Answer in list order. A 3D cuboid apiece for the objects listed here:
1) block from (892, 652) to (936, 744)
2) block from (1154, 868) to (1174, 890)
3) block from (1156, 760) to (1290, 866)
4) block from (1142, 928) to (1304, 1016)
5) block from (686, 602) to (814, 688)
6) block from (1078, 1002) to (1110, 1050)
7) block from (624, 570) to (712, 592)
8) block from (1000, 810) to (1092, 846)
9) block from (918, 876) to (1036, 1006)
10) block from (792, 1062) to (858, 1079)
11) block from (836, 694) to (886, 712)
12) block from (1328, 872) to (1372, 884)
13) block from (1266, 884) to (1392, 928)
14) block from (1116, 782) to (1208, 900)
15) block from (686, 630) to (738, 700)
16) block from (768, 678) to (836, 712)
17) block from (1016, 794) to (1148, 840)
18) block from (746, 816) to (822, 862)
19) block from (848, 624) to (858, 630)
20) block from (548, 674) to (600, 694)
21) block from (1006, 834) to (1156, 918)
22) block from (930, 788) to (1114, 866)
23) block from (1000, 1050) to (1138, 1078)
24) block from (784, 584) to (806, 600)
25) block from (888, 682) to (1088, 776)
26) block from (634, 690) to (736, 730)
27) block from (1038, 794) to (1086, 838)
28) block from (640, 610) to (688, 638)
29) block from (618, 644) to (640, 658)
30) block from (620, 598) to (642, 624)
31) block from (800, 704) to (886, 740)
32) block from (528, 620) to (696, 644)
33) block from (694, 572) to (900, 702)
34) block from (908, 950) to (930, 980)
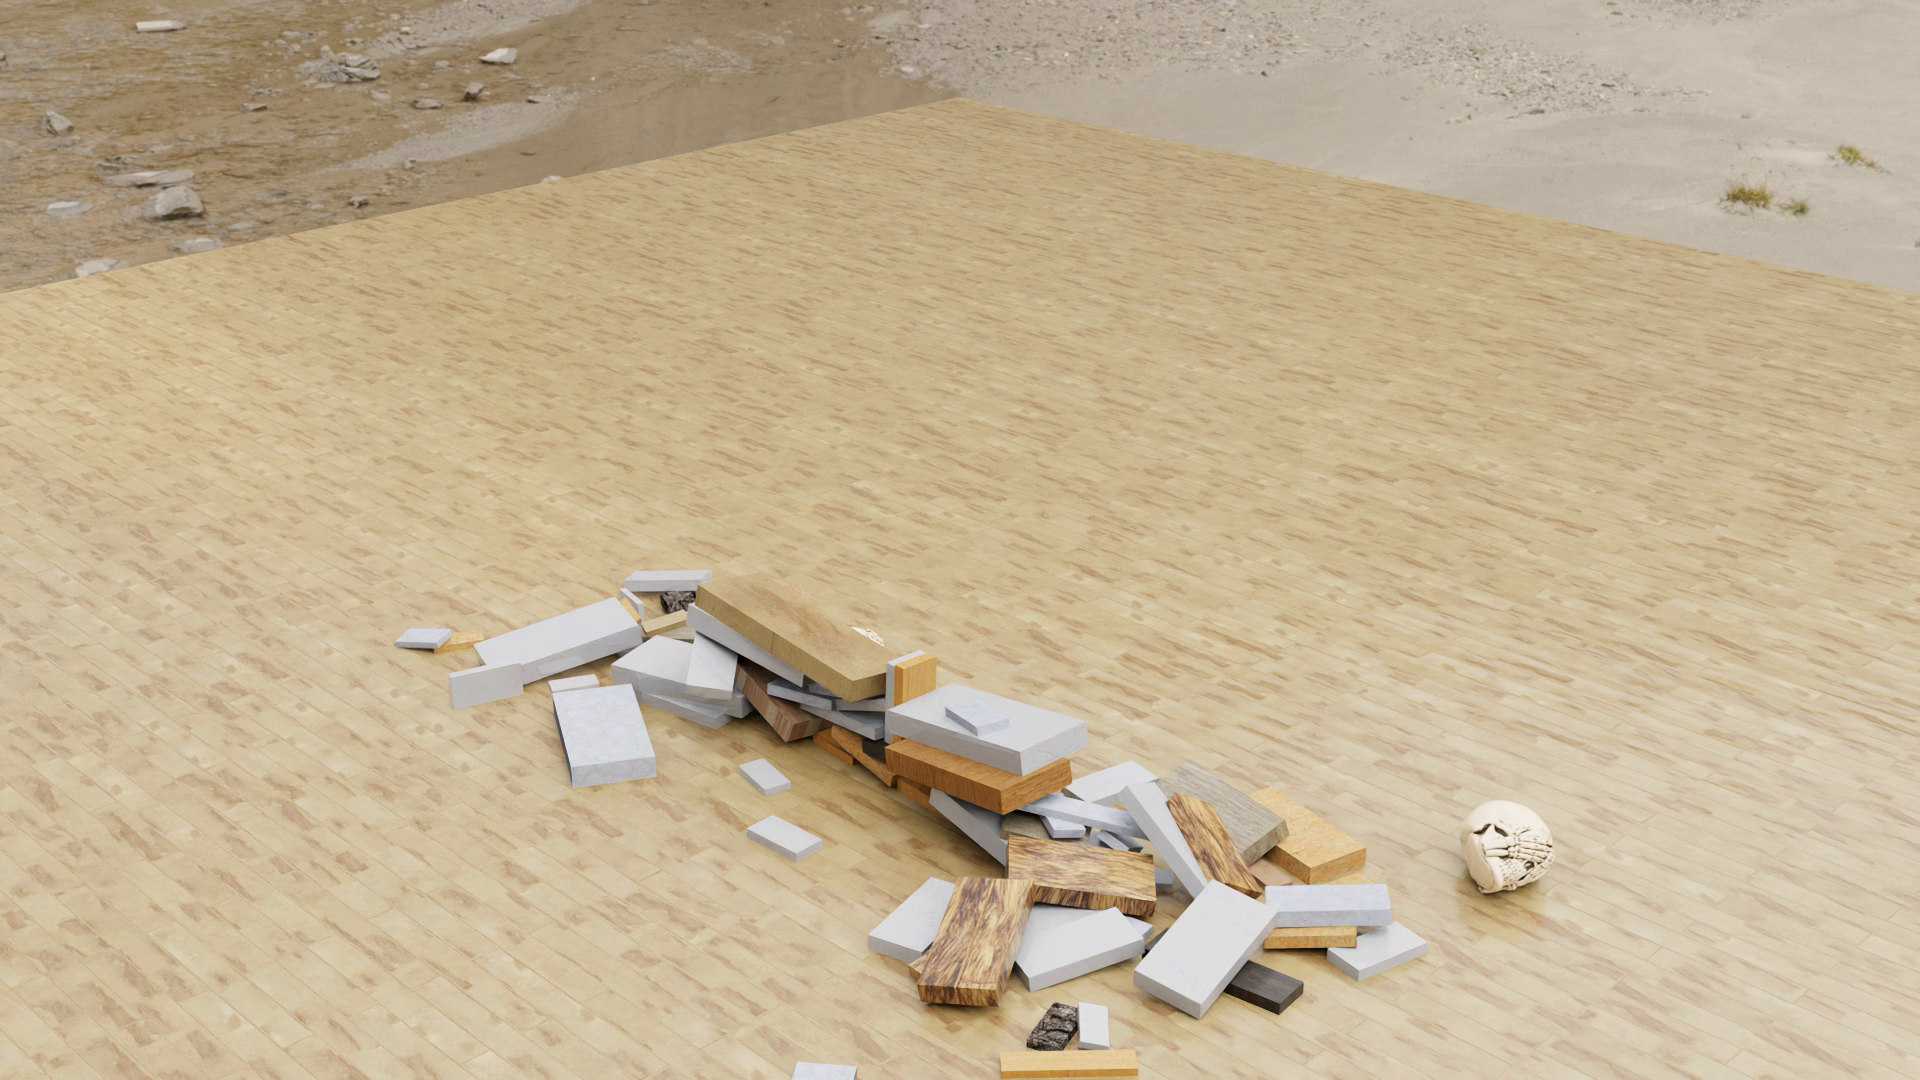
[{"bbox_3d":[-0.092,0.328,4.493,0.091,0.182,0.026,-18,31,-39],"label":"block"},{"bbox_3d":[0.356,0.649,4.214,0.103,0.015,0.052,3,23,7],"label":"block"},{"bbox_3d":[0.498,0.546,4.354,0.142,0.040,0.299,-33,34,-19],"label":"block"},{"bbox_3d":[0.467,0.767,3.923,0.285,0.024,0.083,17,28,34],"label":"block"},{"bbox_3d":[-0.406,0.208,4.756,0.348,0.049,0.174,25,25,33],"label":"block"},{"bbox_3d":[0.227,0.832,3.756,0.050,0.014,0.101,11,28,-5],"label":"block"},{"bbox_3d":[-0.723,0.101,5.447,0.196,0.028,0.098,-1,13,10],"label":"block"},{"bbox_3d":[0.166,0.558,4.217,0.166,0.023,0.083,14,33,5],"label":"block"},{"bbox_3d":[0.032,0.712,3.914,0.142,0.040,0.284,0,32,18],"label":"block"},{"bbox_3d":[-0.225,0.890,3.646,0.101,0.014,0.050,3,23,7],"label":"block"},{"bbox_3d":[-0.174,0.335,4.596,0.084,0.024,0.167,-14,7,-42],"label":"block"},{"bbox_3d":[0.710,0.677,4.136,0.167,0.024,0.083,-13,26,-27],"label":"block"},{"bbox_3d":[0.676,0.672,4.045,0.223,0.032,0.112,-2,15,7],"label":"block"},{"bbox_3d":[0.409,0.572,4.157,0.263,0.032,0.112,52,24,24],"label":"block"},{"bbox_3d":[-0.531,0.262,4.745,0.098,0.028,0.196,9,39,-5],"label":"block"},{"bbox_3d":[-0.319,0.324,4.697,0.167,0.024,0.084,12,20,30],"label":"block"},{"bbox_3d":[0.243,0.525,4.214,0.293,0.017,0.060,13,23,3],"label":"block"},{"bbox_3d":[-0.347,0.589,4.346,0.142,0.020,0.071,20,30,38],"label":"block"},{"bbox_3d":[-0.327,0.211,5.235,0.159,0.023,0.080,19,29,37],"label":"block"},{"bbox_3d":[-0.872,0.328,4.967,0.106,0.015,0.053,-8,24,-19],"label":"block"},{"bbox_3d":[0.224,0.627,4.110,0.276,0.038,0.135,8,31,-3],"label":"block"},{"bbox_3d":[0.126,0.558,4.273,0.177,0.050,0.355,-21,44,-39],"label":"block"},{"bbox_3d":[0.181,0.876,3.677,0.228,0.015,0.053,-1,23,-2],"label":"block"},{"bbox_3d":[-0.419,0.148,5.354,0.080,0.023,0.159,-9,18,-10],"label":"block"},{"bbox_3d":[0.051,0.370,4.345,0.177,0.050,0.390,-20,22,-38],"label":"block"},{"bbox_3d":[-0.604,0.357,4.885,0.246,0.027,0.095,16,28,33],"label":"block"},{"bbox_3d":[0.188,0.529,4.224,0.065,0.018,0.131,2,25,-21],"label":"block"},{"bbox_3d":[-0.684,0.194,5.118,0.106,0.015,0.053,-18,28,-16],"label":"block"},{"bbox_3d":[-0.701,0.231,5.145,0.189,0.027,0.095,-7,22,5],"label":"block"},{"bbox_3d":[-0.778,0.174,5.201,0.017,0.060,0.121,-36,-4,-12],"label":"block"},{"bbox_3d":[-0.225,0.367,4.650,0.091,0.026,0.250,-13,21,-40],"label":"block"},{"bbox_3d":[-0.780,0.217,5.141,0.525,0.017,0.059,1,29,21],"label":"block"},{"bbox_3d":[-0.336,0.201,4.672,0.174,0.049,0.504,-12,30,-44],"label":"block"},{"bbox_3d":[-0.002,0.742,3.937,0.166,0.023,0.083,-32,37,-31],"label":"block"}]
